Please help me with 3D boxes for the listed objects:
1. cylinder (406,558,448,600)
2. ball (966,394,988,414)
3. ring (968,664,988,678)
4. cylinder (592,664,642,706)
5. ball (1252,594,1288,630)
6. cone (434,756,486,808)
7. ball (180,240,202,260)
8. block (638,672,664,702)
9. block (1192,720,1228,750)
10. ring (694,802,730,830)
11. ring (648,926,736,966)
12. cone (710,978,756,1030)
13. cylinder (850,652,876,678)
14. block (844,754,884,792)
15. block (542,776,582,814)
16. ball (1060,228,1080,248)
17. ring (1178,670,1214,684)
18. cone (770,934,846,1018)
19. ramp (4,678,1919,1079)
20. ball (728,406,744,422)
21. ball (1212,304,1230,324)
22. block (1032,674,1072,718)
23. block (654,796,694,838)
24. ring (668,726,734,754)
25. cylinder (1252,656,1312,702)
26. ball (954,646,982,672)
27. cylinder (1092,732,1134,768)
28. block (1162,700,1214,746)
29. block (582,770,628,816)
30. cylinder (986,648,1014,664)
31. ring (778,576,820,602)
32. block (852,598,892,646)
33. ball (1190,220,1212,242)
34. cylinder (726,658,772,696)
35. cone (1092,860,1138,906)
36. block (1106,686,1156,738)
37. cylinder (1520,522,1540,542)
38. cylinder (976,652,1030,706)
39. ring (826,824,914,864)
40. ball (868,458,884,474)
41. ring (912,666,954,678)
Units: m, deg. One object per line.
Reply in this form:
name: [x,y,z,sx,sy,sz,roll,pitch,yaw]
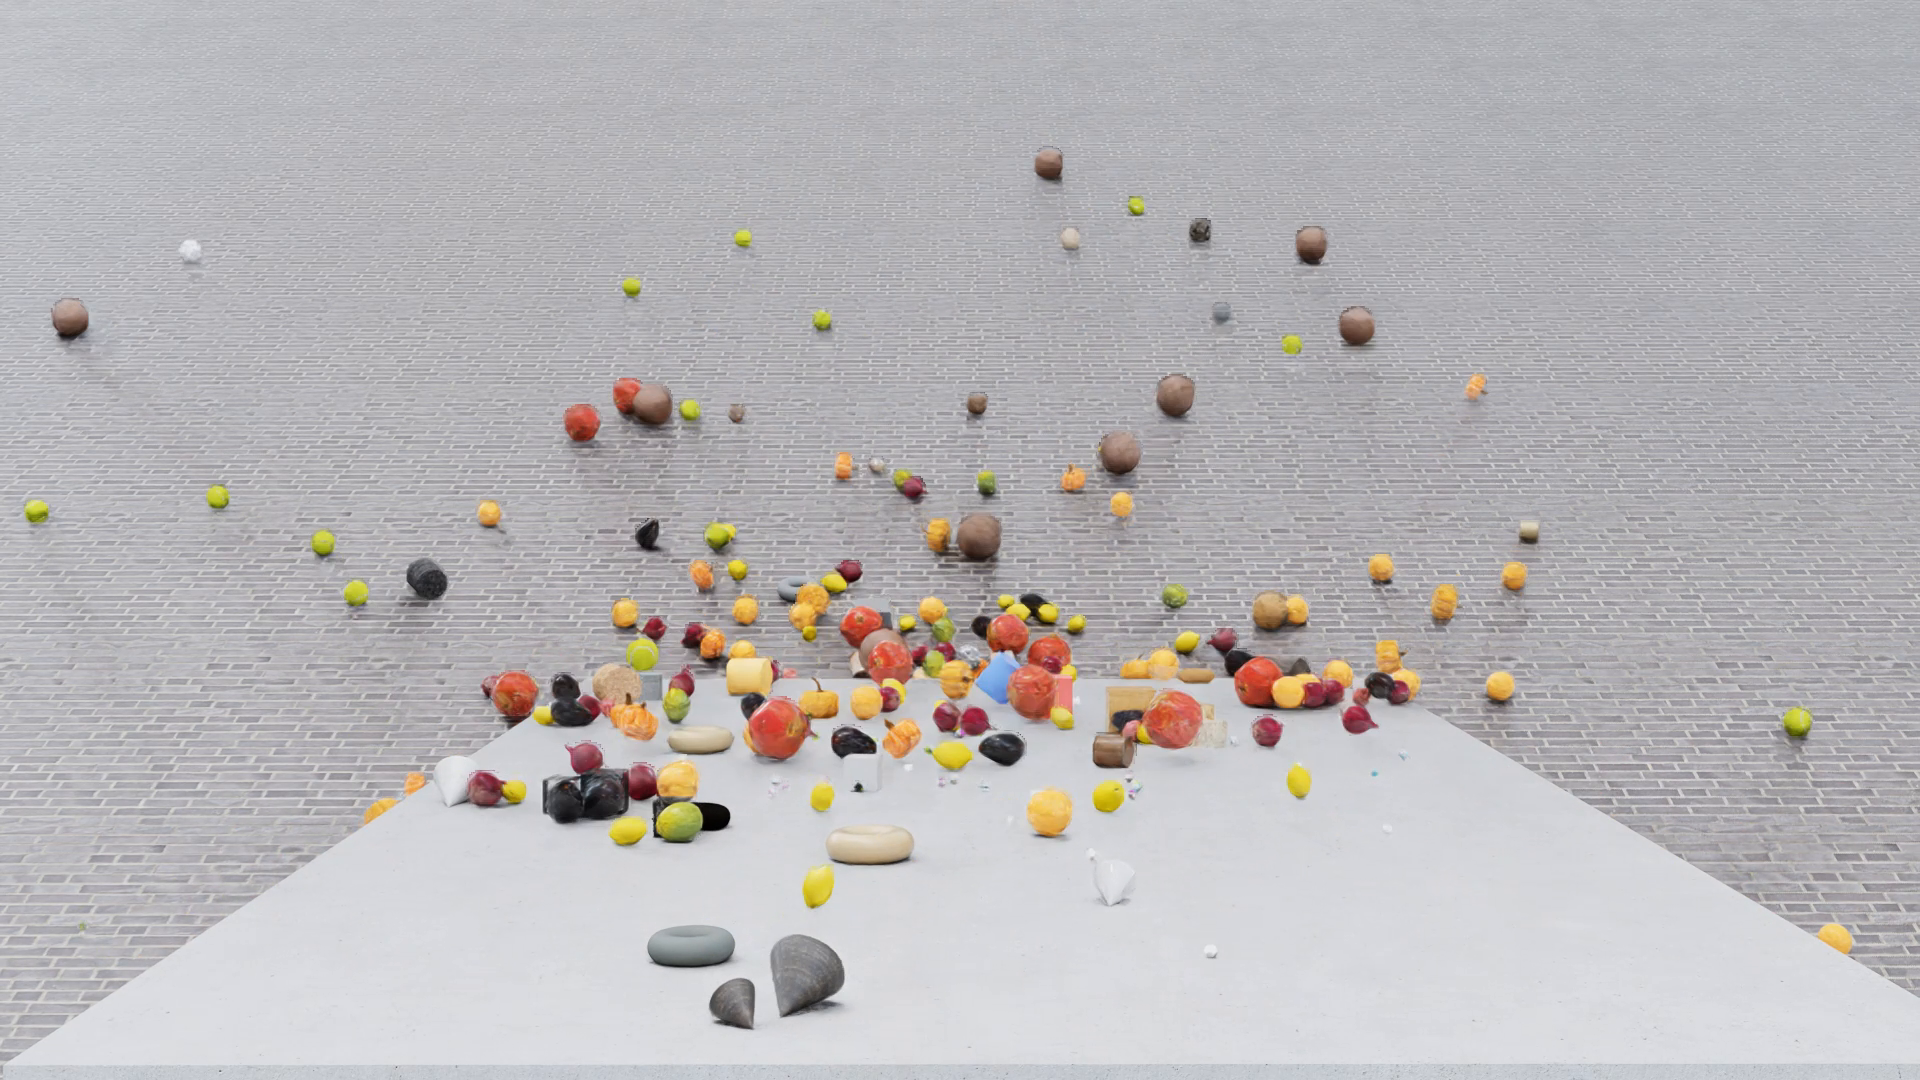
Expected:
cylinder: [-1.497,0.110,7.223,0.090,0.090,0.090,-13,26,-27]
ball: [0.056,-0.451,8.553,0.070,0.070,0.070,0,23,0]
ring: [0.087,0.360,6.701,0.130,0.043,0.130,-2,26,1]
cylinder: [-0.789,0.333,5.915,0.091,0.091,0.091,-11,7,-25]
ball: [0.844,0.194,7.014,0.100,0.100,0.100,0,23,0]
cone: [-0.850,0.424,4.324,0.089,0.089,0.089,1,29,2]
ball: [-3.034,-1.143,10.146,0.083,0.083,0.083,0,23,0]
block: [-0.730,0.344,6.028,0.060,0.060,0.060,0,2,2]
block: [0.495,0.385,5.107,0.052,0.052,0.052,2,3,34]
ring: [-0.416,0.437,4.073,0.106,0.035,0.106,1,1,0]
ring: [-0.318,0.480,3.044,0.104,0.035,0.104,-1,3,0]
cone: [-0.228,0.498,2.705,0.054,0.054,0.054,-12,35,-26]
cylinder: [-0.253,0.331,6.692,0.059,0.059,0.059,-5,51,-12]
block: [-0.169,0.407,4.504,0.059,0.059,0.059,0,2,9]
block: [-0.652,0.420,4.238,0.056,0.056,0.056,0,2,8]
ball: [0.442,-1.204,10.292,0.081,0.081,0.081,0,23,0]
ring: [0.591,0.341,6.448,0.089,0.030,0.089,1,2,0]
cone: [-0.179,0.488,2.777,0.087,0.087,0.087,7,31,16]
ramp: [0.054,0.485,4.539,2.000,0.100,4.000,0,2,0]
ball: [-0.739,-0.416,8.492,0.055,0.055,0.055,0,23,0]
ball: [0.957,-0.829,9.436,0.068,0.068,0.068,0,23,0]
block: [0.202,0.344,5.669,0.088,0.088,0.088,0,2,2]
block: [-0.444,0.430,3.993,0.055,0.055,0.055,0,2,2]
ring: [-0.510,0.392,5.064,0.130,0.043,0.130,-1,3,0]
cylinder: [0.750,0.325,6.002,0.099,0.099,0.099,2,20,38]
ball: [0.020,0.303,6.577,0.068,0.068,0.068,0,23,0]
cylinder: [0.286,0.394,4.805,0.060,0.060,0.060,17,28,23]
block: [0.459,0.368,5.175,0.080,0.080,0.080,-1,2,-18]
block: [-0.584,0.414,4.234,0.067,0.067,0.067,0,2,1]
cylinder: [0.108,0.320,6.664,0.060,0.060,0.060,-28,30,-11]
ring: [-0.452,0.136,7.225,0.123,0.041,0.123,-1,23,0]
block: [-0.238,0.220,6.962,0.094,0.094,0.094,-4,24,-9]
ball: [0.967,-1.242,10.369,0.089,0.089,0.089,0,23,0]
cylinder: [-0.502,0.326,6.123,0.087,0.087,0.087,1,23,13]
cone: [0.202,0.467,3.411,0.061,0.061,0.061,4,30,8]
block: [0.352,0.355,5.320,0.095,0.095,0.095,0,2,-2]
cylinder: [1.679,-0.026,7.586,0.052,0.052,0.052,7,24,17]
cylinder: [0.096,0.313,5.832,0.087,0.087,0.087,38,8,-6]
ring: [-0.132,0.445,3.768,0.131,0.044,0.131,-1,3,0]
ball: [-0.260,-0.232,8.069,0.050,0.050,0.050,0,23,0]
ring: [-0.067,0.362,6.700,0.114,0.038,0.114,3,24,-1]
